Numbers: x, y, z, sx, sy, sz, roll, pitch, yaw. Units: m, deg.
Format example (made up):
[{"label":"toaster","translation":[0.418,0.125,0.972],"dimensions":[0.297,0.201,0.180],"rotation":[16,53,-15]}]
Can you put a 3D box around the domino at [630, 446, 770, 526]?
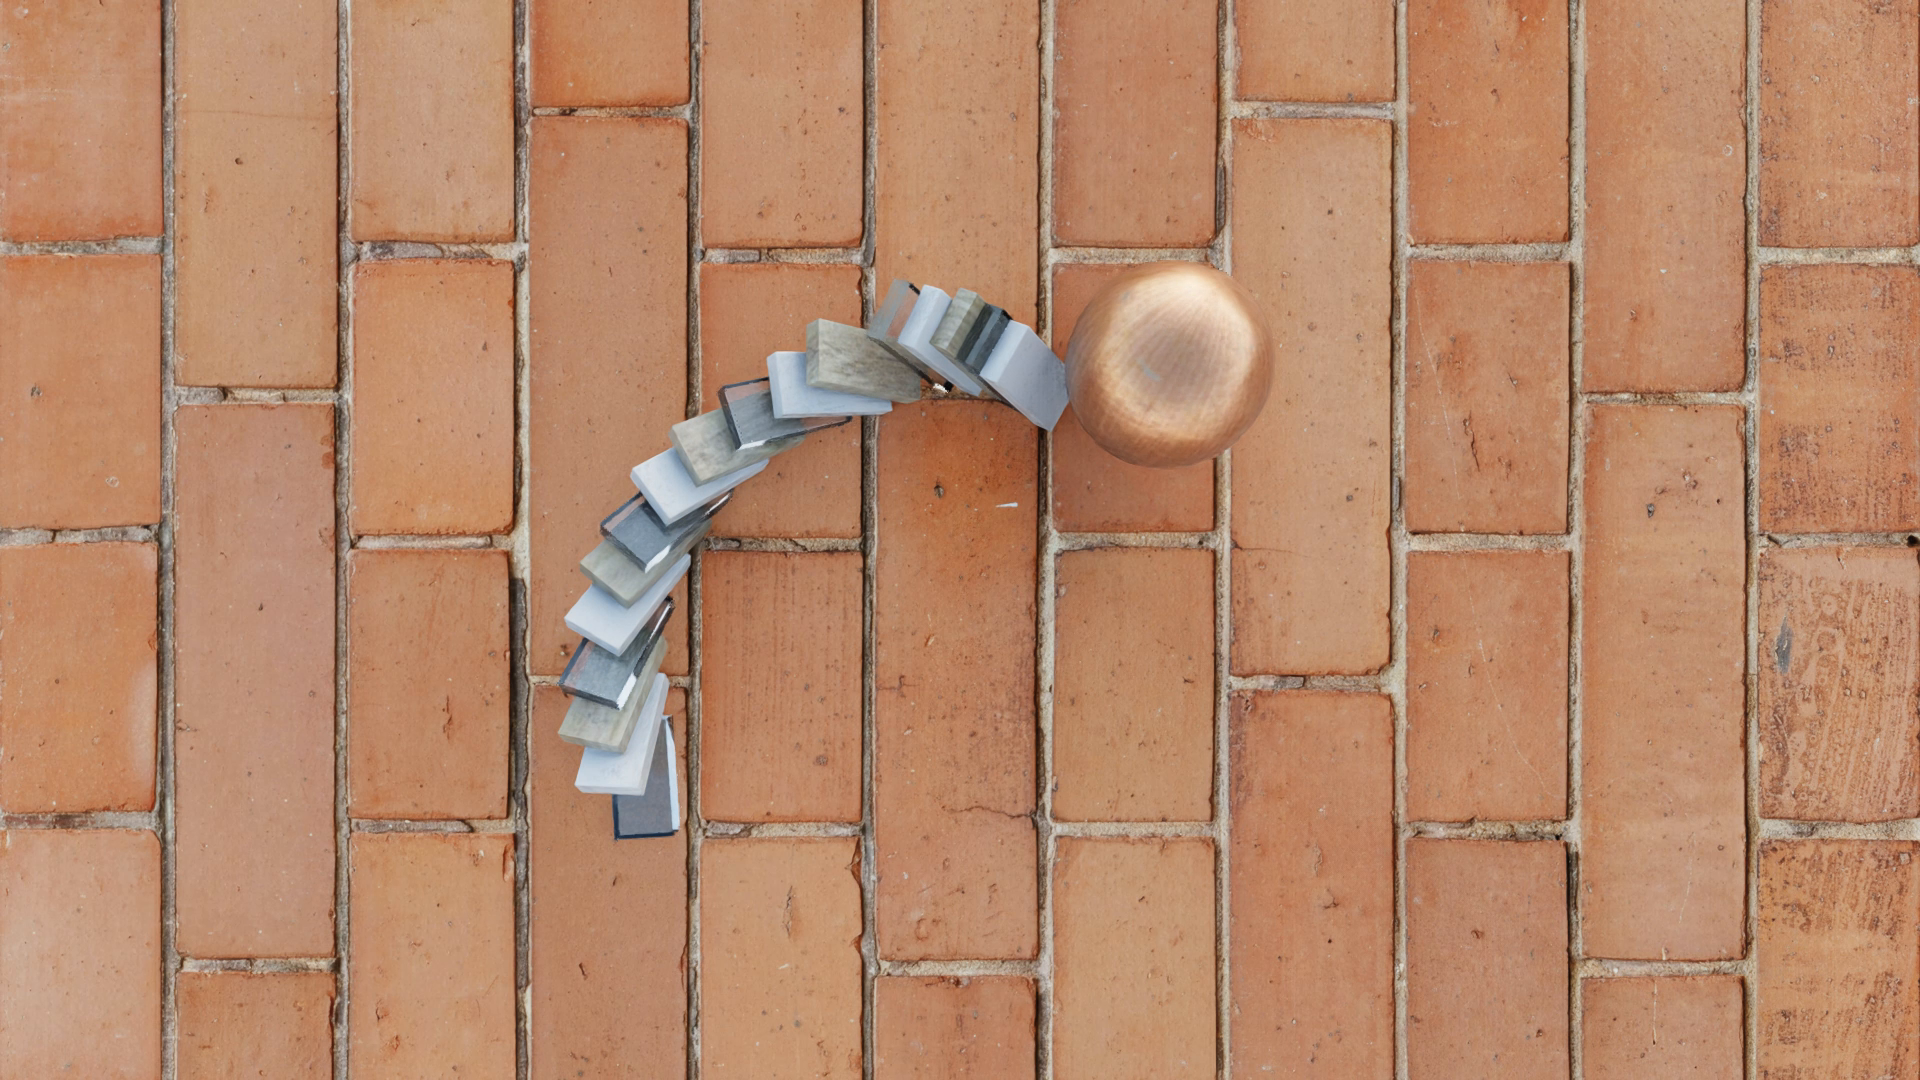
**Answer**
[{"label":"domino","translation":[-0.108,-0.030,0.383],"dimensions":[0.050,0.009,0.025],"rotation":[-36,89,-31]}]

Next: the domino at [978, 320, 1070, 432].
[{"label":"domino","translation":[0.030,-0.066,0.377],"dimensions":[0.009,0.050,0.025],"rotation":[30,90,36]}]

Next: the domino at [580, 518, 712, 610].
[{"label":"domino","translation":[-0.130,0.002,0.383],"dimensions":[0.025,0.010,0.050],"rotation":[39,58,0]}]

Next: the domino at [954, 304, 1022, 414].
[{"label":"domino","translation":[0.020,-0.073,0.377],"dimensions":[0.009,0.050,0.025],"rotation":[30,90,36]}]

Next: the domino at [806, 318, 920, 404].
[{"label":"domino","translation":[-0.039,-0.073,0.379],"dimensions":[0.050,0.009,0.025],"rotation":[4,83,-39]}]

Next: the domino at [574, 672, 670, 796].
[{"label":"domino","translation":[-0.140,0.080,0.382],"dimensions":[0.025,0.010,0.050],"rotation":[3,57,0]}]

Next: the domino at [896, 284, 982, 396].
[{"label":"domino","translation":[-0.003,-0.081,0.377],"dimensions":[0.010,0.050,0.025],"rotation":[26,90,36]}]

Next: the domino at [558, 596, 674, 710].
[{"label":"domino","translation":[-0.142,0.043,0.382],"dimensions":[0.025,0.009,0.050],"rotation":[17,57,3]}]

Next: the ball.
[{"label":"ball","translation":[0.081,-0.068,0.360],"dimensions":[0.080,0.080,0.080],"rotation":[0,90,0]}]

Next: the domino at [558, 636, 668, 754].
[{"label":"domino","translation":[-0.144,0.062,0.382],"dimensions":[0.025,0.009,0.050],"rotation":[12,57,2]}]

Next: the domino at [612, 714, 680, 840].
[{"label":"domino","translation":[-0.136,0.102,0.395],"dimensions":[0.025,0.009,0.050],"rotation":[-4,90,0]}]

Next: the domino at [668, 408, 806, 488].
[{"label":"domino","translation":[-0.093,-0.043,0.383],"dimensions":[0.050,0.010,0.025],"rotation":[-28,90,-31]}]

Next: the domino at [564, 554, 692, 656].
[{"label":"domino","translation":[-0.138,0.021,0.383],"dimensions":[0.025,0.009,0.050],"rotation":[30,58,0]}]

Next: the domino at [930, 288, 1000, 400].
[{"label":"domino","translation":[0.010,-0.079,0.377],"dimensions":[0.009,0.050,0.025],"rotation":[30,90,36]}]

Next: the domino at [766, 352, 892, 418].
[{"label":"domino","translation":[-0.054,-0.065,0.382],"dimensions":[0.050,0.009,0.025],"rotation":[-7,90,-34]}]

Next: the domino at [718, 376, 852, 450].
[{"label":"domino","translation":[-0.073,-0.056,0.384],"dimensions":[0.050,0.010,0.025],"rotation":[-18,90,-29]}]

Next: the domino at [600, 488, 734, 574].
[{"label":"domino","translation":[-0.122,-0.012,0.382],"dimensions":[0.025,0.010,0.050],"rotation":[41,58,2]}]

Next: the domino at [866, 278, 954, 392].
[{"label":"domino","translation":[-0.015,-0.083,0.377],"dimensions":[0.010,0.050,0.025],"rotation":[26,89,36]}]
